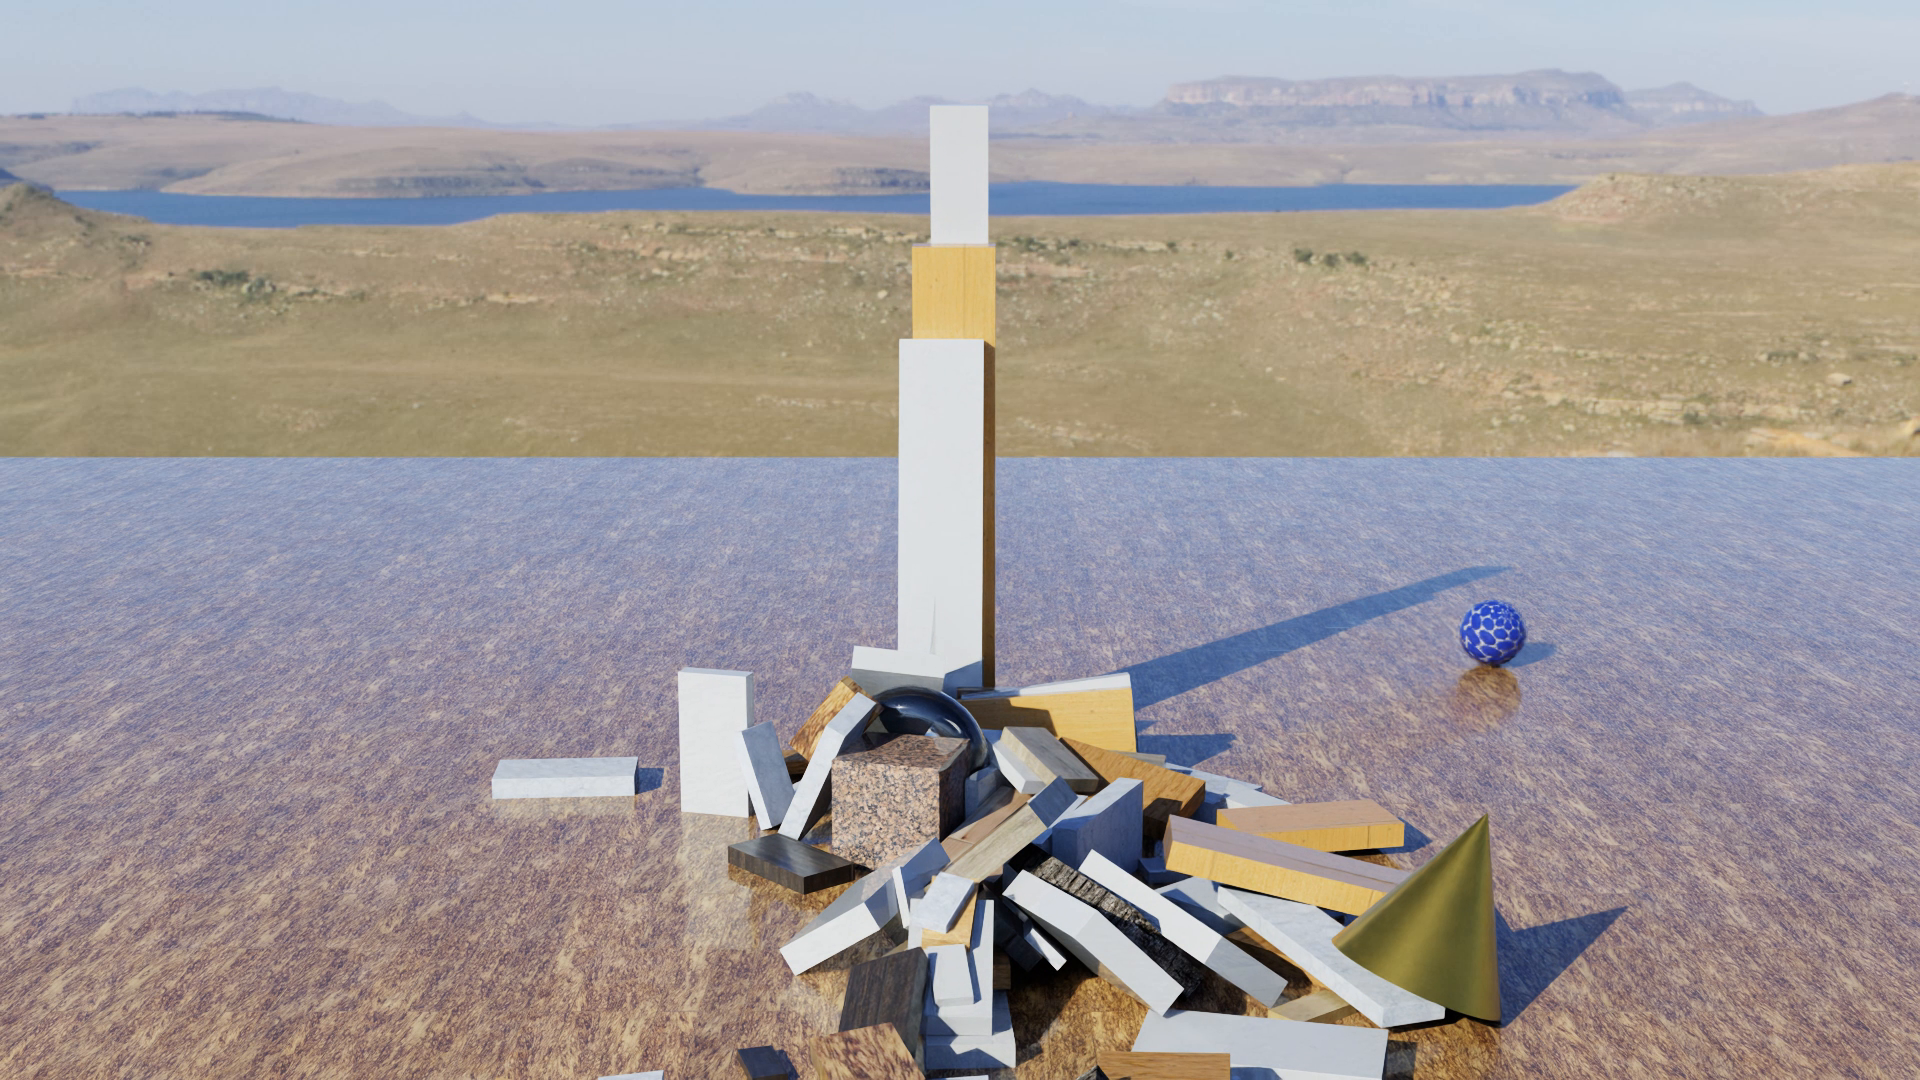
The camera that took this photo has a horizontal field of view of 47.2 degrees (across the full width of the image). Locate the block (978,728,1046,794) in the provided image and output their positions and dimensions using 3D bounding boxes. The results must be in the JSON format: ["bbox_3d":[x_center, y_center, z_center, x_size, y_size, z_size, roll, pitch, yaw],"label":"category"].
[{"bbox_3d":[0.108,0.399,3.959,0.092,0.026,0.184,7,22,-32],"label":"block"}]

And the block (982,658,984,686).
[{"bbox_3d":[0.006,0.330,4.596,0.086,0.171,0.024,0,16,2],"label":"block"}]

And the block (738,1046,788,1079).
[{"bbox_3d":[-0.268,0.712,2.975,0.049,0.014,0.097,-3,11,-17],"label":"block"}]

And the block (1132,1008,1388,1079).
[{"bbox_3d":[0.405,0.698,2.962,0.329,0.047,0.164,3,11,14],"label":"block"}]

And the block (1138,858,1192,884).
[{"bbox_3d":[0.383,0.562,3.763,0.143,0.020,0.072,-2,11,-10],"label":"block"}]

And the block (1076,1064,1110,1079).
[{"bbox_3d":[0.123,0.701,2.580,0.108,0.031,0.217,-37,5,11],"label":"block"}]

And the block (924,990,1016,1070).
[{"bbox_3d":[0.009,0.678,3.100,0.120,0.034,0.240,-1,11,-3],"label":"block"}]

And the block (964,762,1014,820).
[{"bbox_3d":[0.058,0.451,3.953,0.026,0.091,0.183,6,12,24],"label":"block"}]

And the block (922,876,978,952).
[{"bbox_3d":[-0.013,0.536,3.156,0.068,0.019,0.136,3,32,5],"label":"block"}]

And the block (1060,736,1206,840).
[{"bbox_3d":[0.278,0.447,3.967,0.293,0.042,0.147,15,33,27],"label":"block"}]

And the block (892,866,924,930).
[{"bbox_3d":[-0.072,0.553,3.356,0.053,0.015,0.106,36,28,-40],"label":"block"}]

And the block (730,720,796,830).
[{"bbox_3d":[-0.355,0.431,4.035,0.026,0.183,0.091,-19,-2,34],"label":"block"}]

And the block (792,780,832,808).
[{"bbox_3d":[-0.246,0.467,4.158,0.103,0.029,0.206,4,18,41],"label":"block"}]

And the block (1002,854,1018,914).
[{"bbox_3d":[0.119,0.534,3.670,0.031,0.109,0.218,4,11,19],"label":"block"}]

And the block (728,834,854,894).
[{"bbox_3d":[-0.291,0.554,3.776,0.109,0.031,0.218,-9,14,-40],"label":"block"}]

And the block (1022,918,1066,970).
[{"bbox_3d":[0.127,0.607,3.317,0.068,0.019,0.162,44,-1,3],"label":"block"}]

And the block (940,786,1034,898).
[{"bbox_3d":[0.065,0.520,3.783,0.136,0.039,0.330,12,22,23],"label":"block"}]

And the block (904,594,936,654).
[{"bbox_3d":[-0.076,0.265,4.195,0.047,0.330,0.165,4,54,2],"label":"block"}]

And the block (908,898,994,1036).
[{"bbox_3d":[-0.014,0.600,3.102,0.120,0.034,0.240,1,32,1],"label":"block"}]

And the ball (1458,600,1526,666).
[{"bbox_3d":[1.265,0.222,5.232,0.154,0.154,0.154,0,11,0],"label":"ball"}]

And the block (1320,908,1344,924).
[{"bbox_3d":[0.560,0.614,3.494,0.060,0.017,0.121,6,12,31],"label":"block"}]

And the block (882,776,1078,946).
[{"bbox_3d":[0.030,0.502,3.442,0.328,0.046,0.164,-42,-5,22],"label":"block"}]

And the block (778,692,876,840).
[{"bbox_3d":[-0.237,0.408,3.891,0.038,0.268,0.134,30,31,9],"label":"block"}]

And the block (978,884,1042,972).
[{"bbox_3d":[0.067,0.585,3.325,0.109,0.031,0.218,44,-1,-1],"label":"block"}]

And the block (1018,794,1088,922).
[{"bbox_3d":[0.156,0.526,3.641,0.039,0.136,0.273,4,11,19],"label":"block"}]

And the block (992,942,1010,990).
[{"bbox_3d":[0.009,0.623,3.246,0.120,0.034,0.240,-1,0,-1],"label":"block"}]

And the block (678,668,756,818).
[{"bbox_3d":[-0.451,0.376,4.088,0.134,0.268,0.038,3,11,16],"label":"block"}]

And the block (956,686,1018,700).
[{"bbox_3d":[0.161,0.377,4.350,0.334,0.167,0.047,0,4,-1],"label":"block"}]

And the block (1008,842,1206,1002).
[{"bbox_3d":[0.217,0.573,3.331,0.049,0.171,0.343,-49,25,-10],"label":"block"}]

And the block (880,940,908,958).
[{"bbox_3d":[-0.084,0.615,3.265,0.136,0.019,0.068,-31,0,-11],"label":"block"}]

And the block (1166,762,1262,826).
[{"bbox_3d":[0.404,0.474,4.177,0.305,0.043,0.153,10,14,43],"label":"block"}]

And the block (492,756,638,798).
[{"bbox_3d":[-0.763,0.460,4.264,0.268,0.038,0.134,-1,11,-5],"label":"block"}]

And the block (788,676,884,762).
[{"bbox_3d":[-0.222,0.334,3.946,0.091,0.183,0.026,41,32,2],"label":"block"}]
